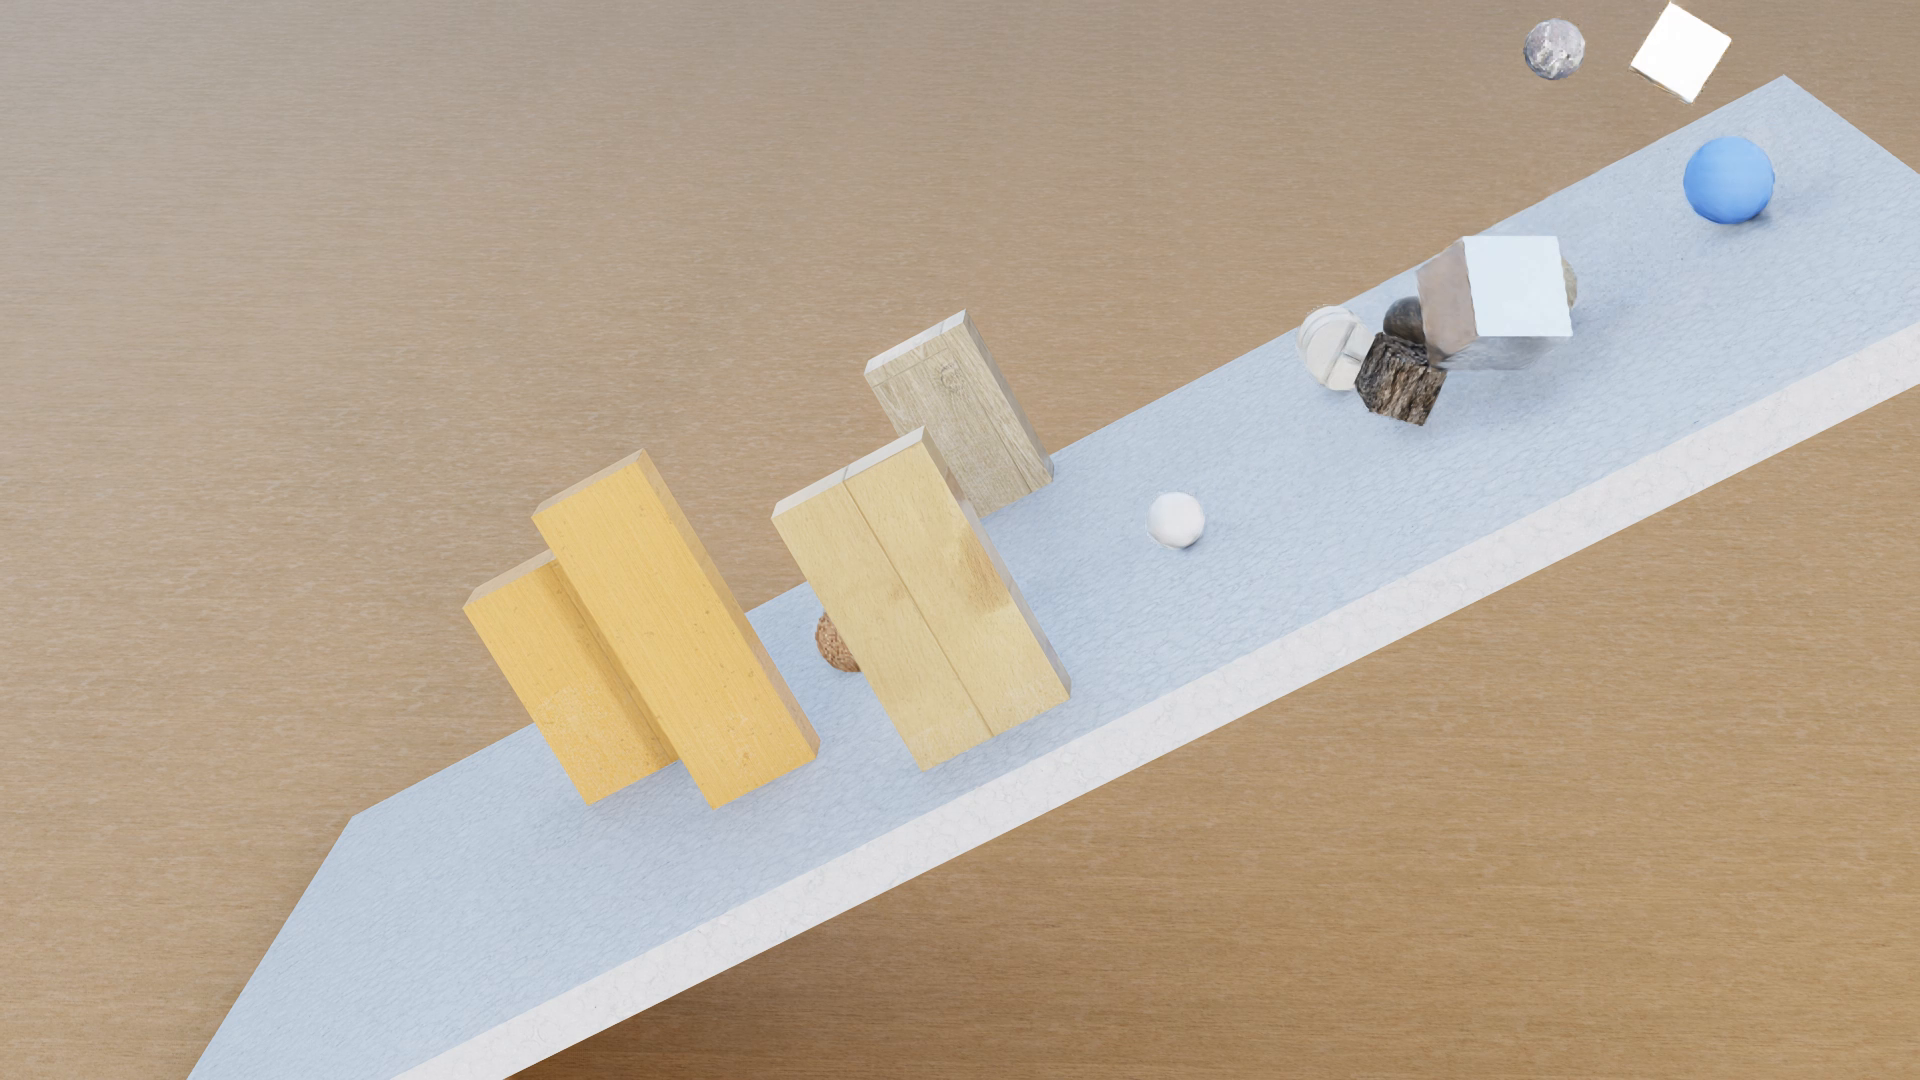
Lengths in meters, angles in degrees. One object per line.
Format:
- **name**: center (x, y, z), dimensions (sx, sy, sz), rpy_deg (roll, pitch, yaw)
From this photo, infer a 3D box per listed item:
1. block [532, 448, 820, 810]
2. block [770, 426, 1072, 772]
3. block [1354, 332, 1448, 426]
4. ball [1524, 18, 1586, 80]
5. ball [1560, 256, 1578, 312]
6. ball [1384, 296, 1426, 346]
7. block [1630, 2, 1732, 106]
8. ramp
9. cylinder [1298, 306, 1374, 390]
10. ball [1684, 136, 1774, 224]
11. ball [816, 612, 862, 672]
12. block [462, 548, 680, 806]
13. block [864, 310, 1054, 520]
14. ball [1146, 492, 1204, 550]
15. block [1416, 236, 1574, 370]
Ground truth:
- **block**: center (-0.571, 0.185, 5.974), dimensions (0.246, 0.716, 0.097), rpy_deg (-27, 14, 11)
- **block**: center (-0.068, 0.113, 5.513), dimensions (0.319, 0.571, 0.102), rpy_deg (-27, 14, 11)
- **block**: center (0.879, -0.322, 5.870), dimensions (0.121, 0.121, 0.121), rpy_deg (14, 26, -17)
- **ball**: center (1.247, -1.029, 6.171), dimensions (0.126, 0.126, 0.126), rpy_deg (0, 18, 0)
- **ball**: center (1.176, -0.513, 6.008), dimensions (0.168, 0.168, 0.168), rpy_deg (0, 18, 0)
- **ball**: center (0.974, -0.463, 6.334), dimensions (0.123, 0.123, 0.123), rpy_deg (0, 18, 0)
- **block**: center (1.523, -1.026, 6.220), dimensions (0.150, 0.150, 0.150), rpy_deg (33, 10, 7)
- **ramp**: center (0.142, 0.167, 6.283), dimensions (4.000, 0.100, 2.000), rpy_deg (-27, 14, 11)
- **cylinder**: center (0.822, -0.418, 6.412), dimensions (0.156, 0.156, 0.156), rpy_deg (0, 16, -1)
- **ball**: center (1.559, -0.729, 5.965), dimensions (0.179, 0.179, 0.179), rpy_deg (0, 18, 0)
- **ball**: center (-0.232, 0.207, 6.360), dimensions (0.159, 0.159, 0.159), rpy_deg (0, 18, 0)
- **block**: center (-0.781, 0.261, 6.513), dimensions (0.398, 0.529, 0.136), rpy_deg (-27, 14, 11)
- **block**: center (0.001, -0.284, 7.008), dimensions (0.267, 0.440, 0.137), rpy_deg (-27, 14, 11)
- **ball**: center (0.437, -0.040, 5.961), dimensions (0.117, 0.117, 0.117), rpy_deg (0, 18, 0)
- **block**: center (1.039, -0.460, 5.736), dimensions (0.205, 0.205, 0.205), rpy_deg (-1, -14, -19)
